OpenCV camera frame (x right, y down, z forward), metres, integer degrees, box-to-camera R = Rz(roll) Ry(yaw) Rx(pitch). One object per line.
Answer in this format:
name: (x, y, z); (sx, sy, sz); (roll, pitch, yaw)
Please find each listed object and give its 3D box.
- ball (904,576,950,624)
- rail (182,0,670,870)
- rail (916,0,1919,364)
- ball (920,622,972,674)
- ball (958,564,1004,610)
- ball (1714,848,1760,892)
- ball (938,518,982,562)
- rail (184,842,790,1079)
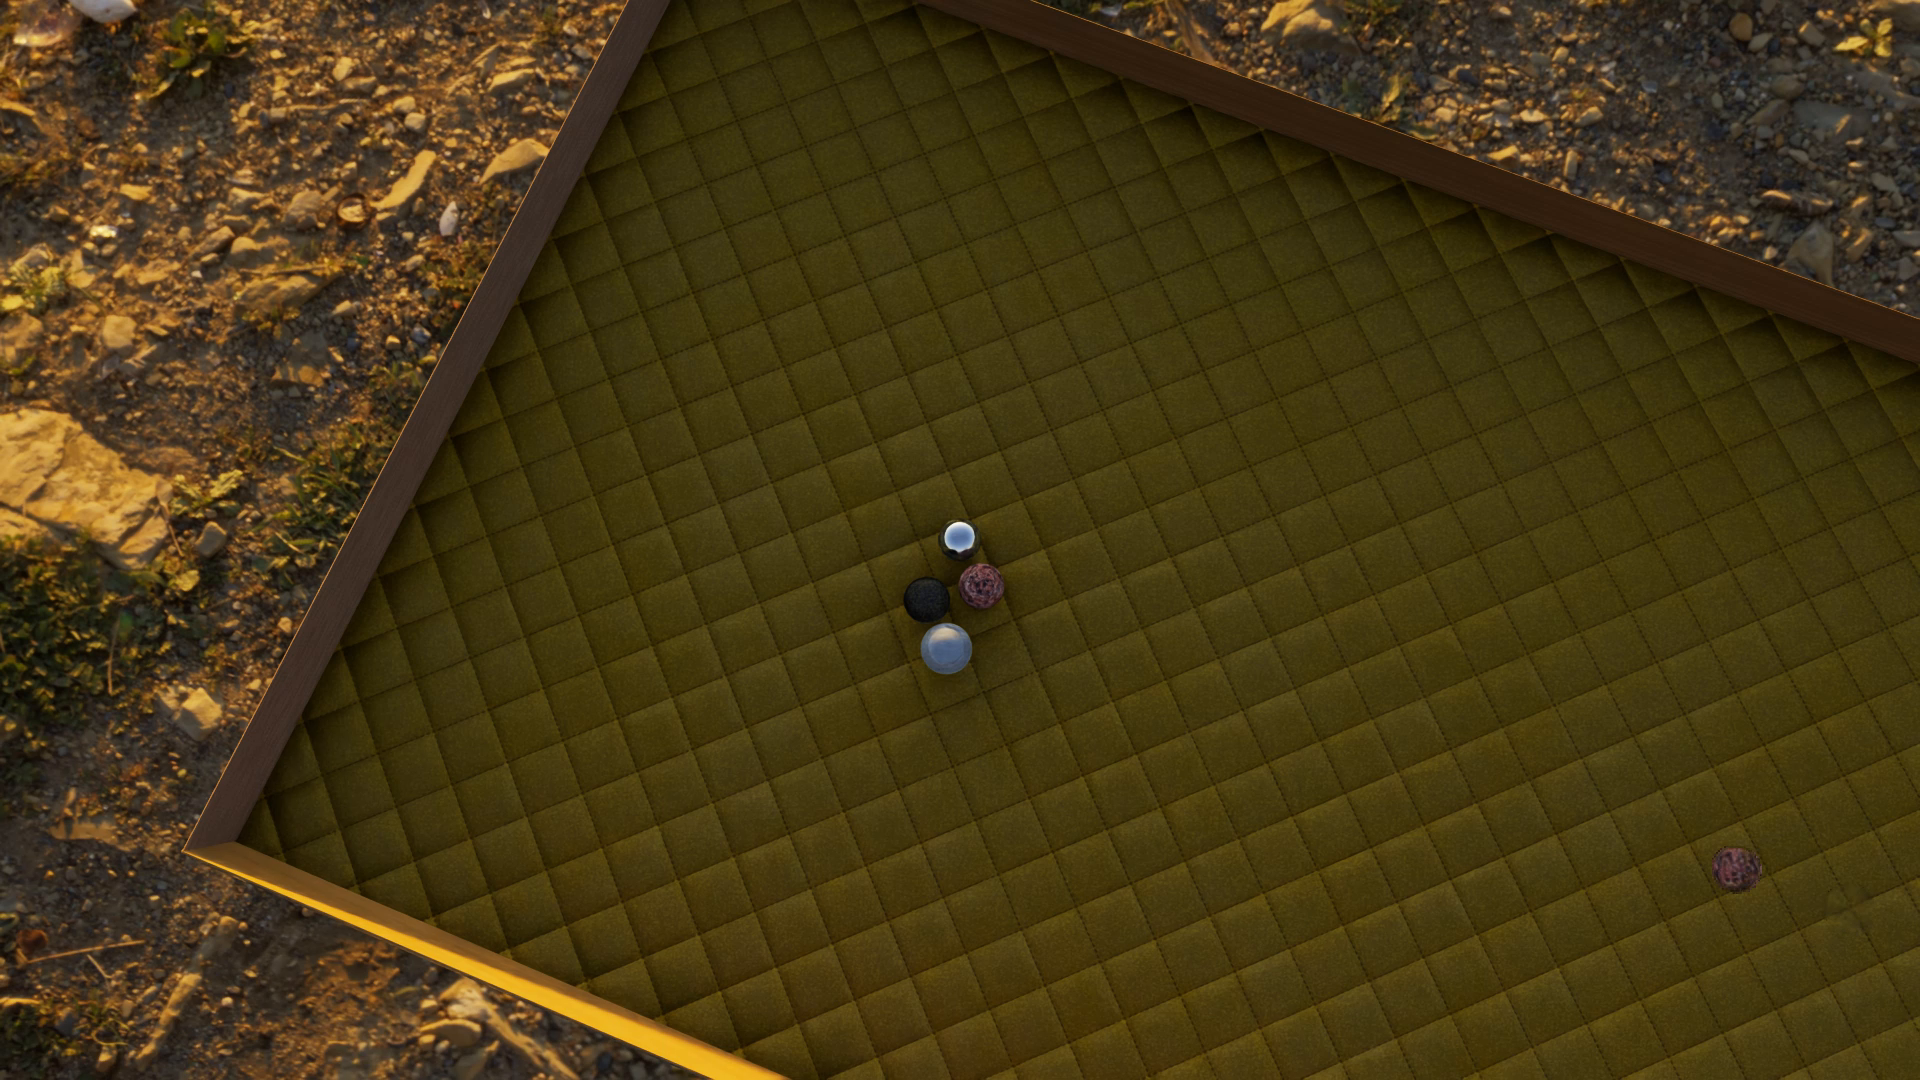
ball: (-0.051, 0.092, 3.369); (0.072, 0.072, 0.072); (0, 72, 0)
rail: (-0.767, -0.305, 3.481); (0.045, 0.102, 1.778); (21, 73, 7)
rail: (1.119, -0.457, 3.530); (3.414, 0.102, 0.045); (21, 73, 7)
ball: (-0.021, 0.165, 3.342); (0.079, 0.079, 0.079); (0, 72, 0)
ball: (0.033, 0.071, 3.377); (0.071, 0.071, 0.071); (0, 72, 0)
ball: (1.145, 0.486, 3.245); (0.064, 0.064, 0.064); (0, 72, 0)
ball: (0.000, 0.000, 3.401); (0.067, 0.067, 0.067); (0, 72, 0)
rail: (0.460, 1.065, 3.036); (3.414, 0.102, 0.045); (21, 73, 7)
